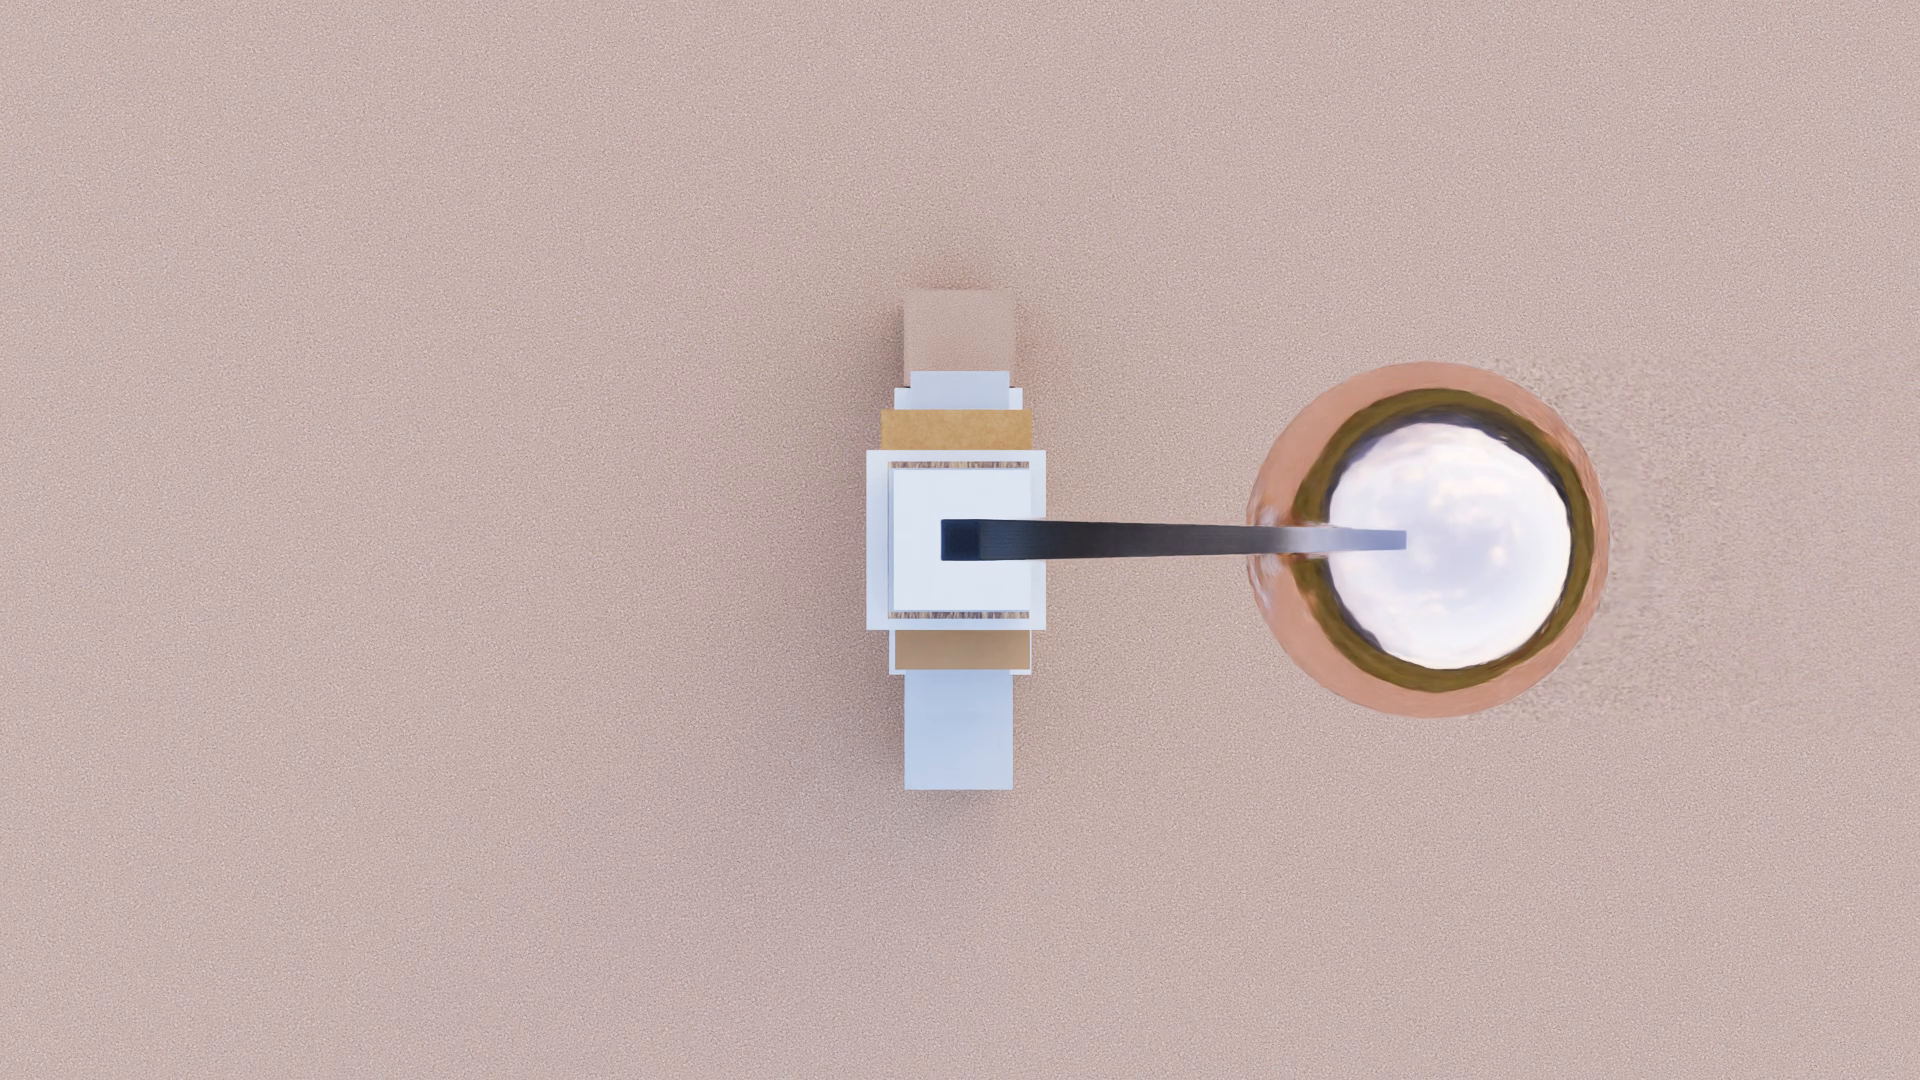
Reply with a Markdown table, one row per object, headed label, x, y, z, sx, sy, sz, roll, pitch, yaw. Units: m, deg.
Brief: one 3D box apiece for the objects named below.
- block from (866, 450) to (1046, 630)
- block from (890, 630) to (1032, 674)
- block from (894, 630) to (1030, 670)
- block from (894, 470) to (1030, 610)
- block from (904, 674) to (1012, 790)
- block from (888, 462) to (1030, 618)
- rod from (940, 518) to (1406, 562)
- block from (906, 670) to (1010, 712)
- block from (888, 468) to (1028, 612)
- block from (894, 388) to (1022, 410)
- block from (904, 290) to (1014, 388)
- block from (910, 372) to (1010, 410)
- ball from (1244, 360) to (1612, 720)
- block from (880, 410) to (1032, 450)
| label | x | y | z | sx | sy | sz | roll | pitch | yaw |
| --- | --- | --- | --- | --- | --- | --- | --- | --- | --- |
| block | -0.017 | 0.000 | 10.441 | 0.819 | 0.764 | 0.821 | 0 | 90 | 0 |
| block | 0.001 | 0.300 | 12.521 | 0.777 | 0.959 | 0.874 | 0 | 90 | 0 |
| block | 0.012 | 0.359 | 11.176 | 0.671 | 0.542 | 0.568 | 0 | 90 | 0 |
| block | 0.009 | 0.000 | 8.587 | 0.517 | 0.532 | 0.528 | 0 | 90 | 0 |
| block | -0.007 | 1.075 | 12.681 | 0.607 | 0.639 | 0.656 | 0 | 90 | 0 |
| block | -0.007 | 0.000 | 9.691 | 0.601 | 0.737 | 0.668 | 0 | 90 | 0 |
| rod | 0.899 | 0.000 | 6.632 | 0.080 | 5.200 | 0.080 | 0 | 90 | 20 |
| block | -0.012 | 0.630 | 11.744 | 0.543 | 0.594 | 0.537 | 0 | 90 | 0 |
| block | -0.005 | 0.000 | 9.087 | 0.565 | 0.470 | 0.578 | 0 | 90 | 0 |
| block | -0.008 | -0.500 | 12.667 | 0.715 | 0.665 | 0.705 | 0 | 90 | 0 |
| block | -0.004 | -1.132 | 12.672 | 0.622 | 0.655 | 0.540 | 0 | 90 | 0 |
| block | 0.000 | -0.651 | 12.024 | 0.524 | 0.621 | 0.495 | 0 | 90 | 0 |
| ball | 2.074 | 0.000 | 9.822 | 1.600 | 1.600 | 1.600 | 0 | 90 | 0 |
| block | -0.018 | -0.289 | 11.135 | 0.744 | 0.623 | 0.707 | 0 | 90 | 0 |
